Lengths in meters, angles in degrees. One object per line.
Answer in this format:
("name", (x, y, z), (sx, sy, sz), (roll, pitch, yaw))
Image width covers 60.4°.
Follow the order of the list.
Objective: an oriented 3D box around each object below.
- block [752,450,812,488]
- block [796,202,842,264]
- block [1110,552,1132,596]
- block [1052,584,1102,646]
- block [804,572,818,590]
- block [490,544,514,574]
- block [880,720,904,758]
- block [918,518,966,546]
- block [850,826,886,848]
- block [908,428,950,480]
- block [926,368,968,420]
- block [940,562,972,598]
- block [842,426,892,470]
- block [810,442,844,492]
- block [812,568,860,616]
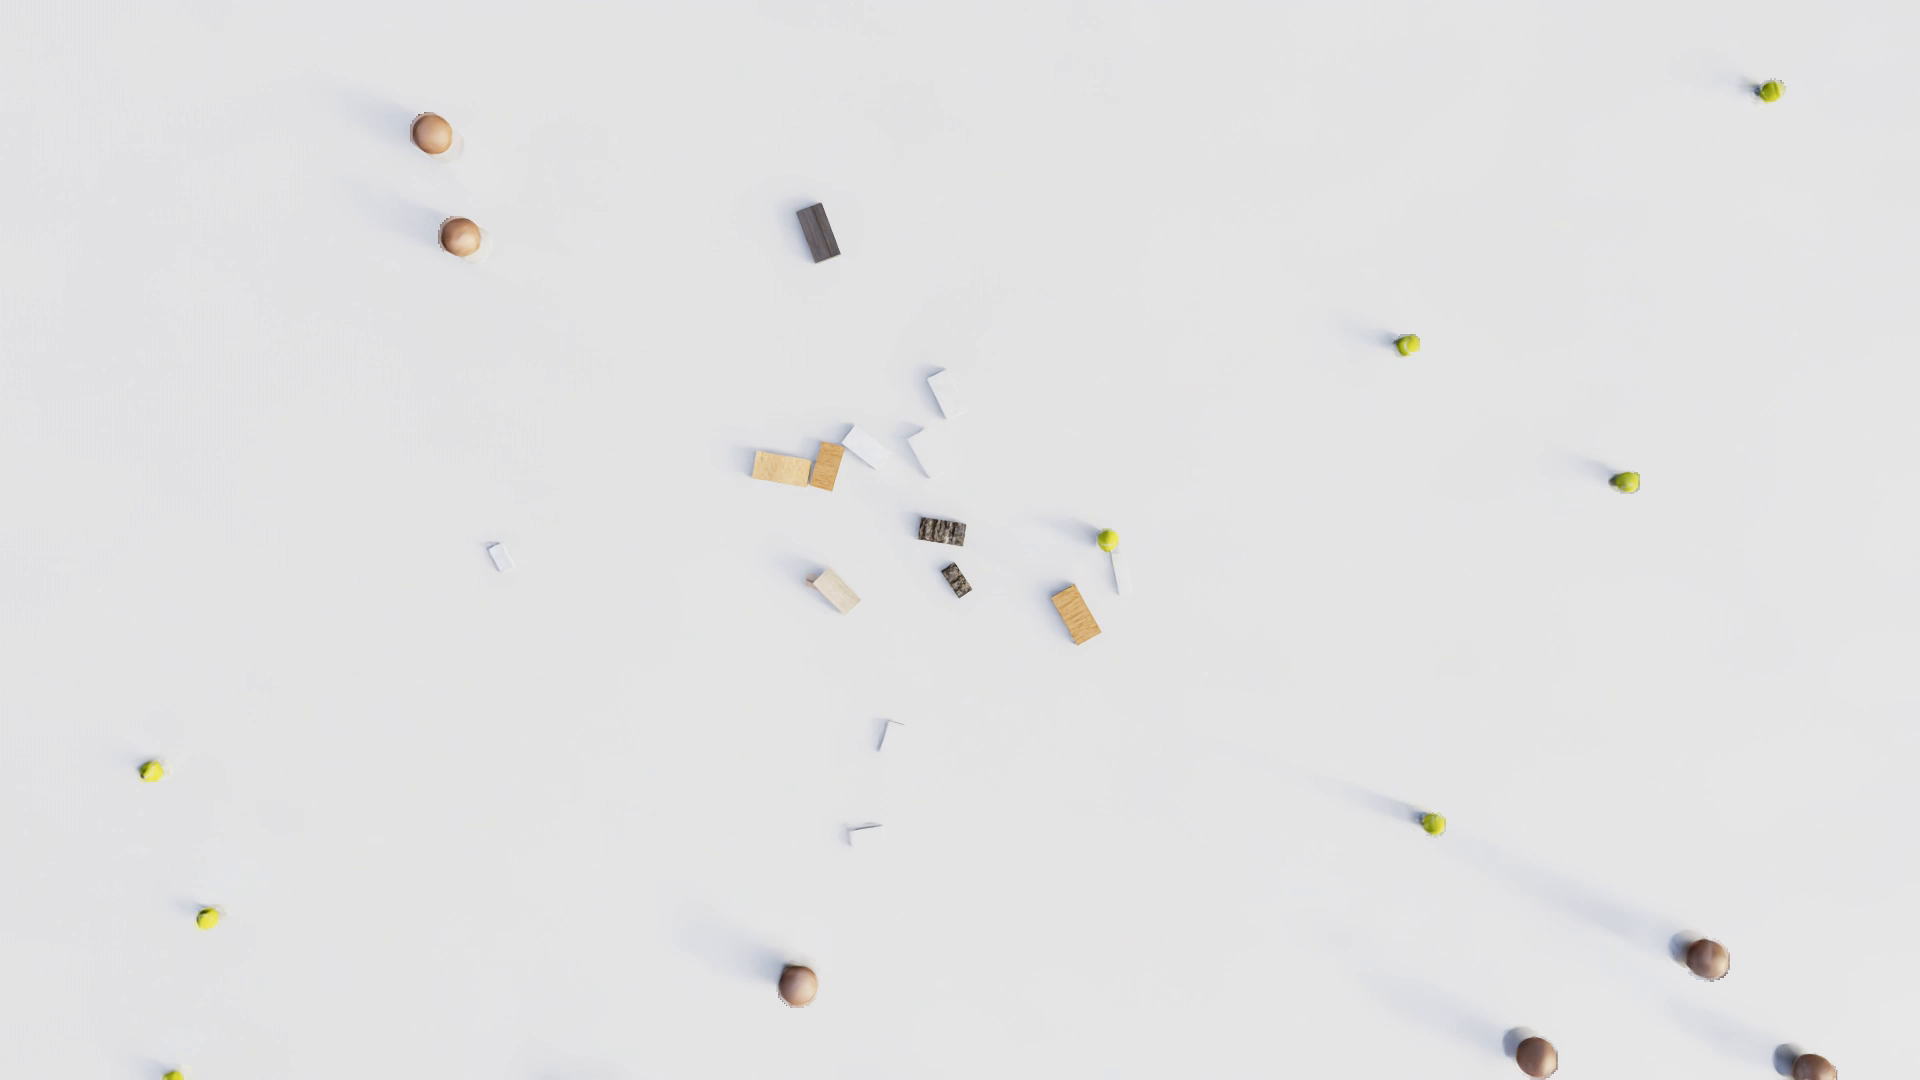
("block", (-0.593, -0.235, 5.487), (0.183, 0.026, 0.091), (10, 90, 0))
("block", (-0.470, -1.020, 5.487), (0.091, 0.026, 0.183), (-21, 90, 0))
("block", (0.539, 0.112, 5.494), (0.045, 0.013, 0.139), (-11, 90, 0))
("block", (0.387, 0.249, 5.487), (0.091, 0.026, 0.183), (-29, 90, 0))
("block", (-0.468, 0.144, 5.494), (0.091, 0.013, 0.045), (18, 90, 0))
("block", (-1.527, 0.061, 5.494), (0.045, 0.013, 0.091), (-28, 90, 0))
("block", (-0.225, 0.663, 5.492), (0.055, 0.016, 0.111), (17, 90, 0))
("block", (-0.059, -0.027, 5.489), (0.153, 0.022, 0.077), (9, 90, 0))
("block", (-0.308, 0.987, 5.492), (0.111, 0.016, 0.055), (-10, 90, 0))
("block", (-0.104, -0.287, 5.489), (0.076, 0.022, 0.153), (-30, 90, 0))
("block", (-0.042, -0.483, 5.489), (0.077, 0.022, 0.153), (-26, 90, 0))
("block", (-0.011, 0.134, 5.492), (0.055, 0.016, 0.111), (-34, 90, 0))
("block", (-0.310, -0.306, 5.489), (0.153, 0.022, 0.077), (38, 90, 0))
("block", (-0.442, -0.244, 5.489), (0.076, 0.022, 0.153), (16, 90, 0))
("block", (-0.408, 0.171, 5.479), (0.076, 0.022, 0.153), (-44, 96, -3))
